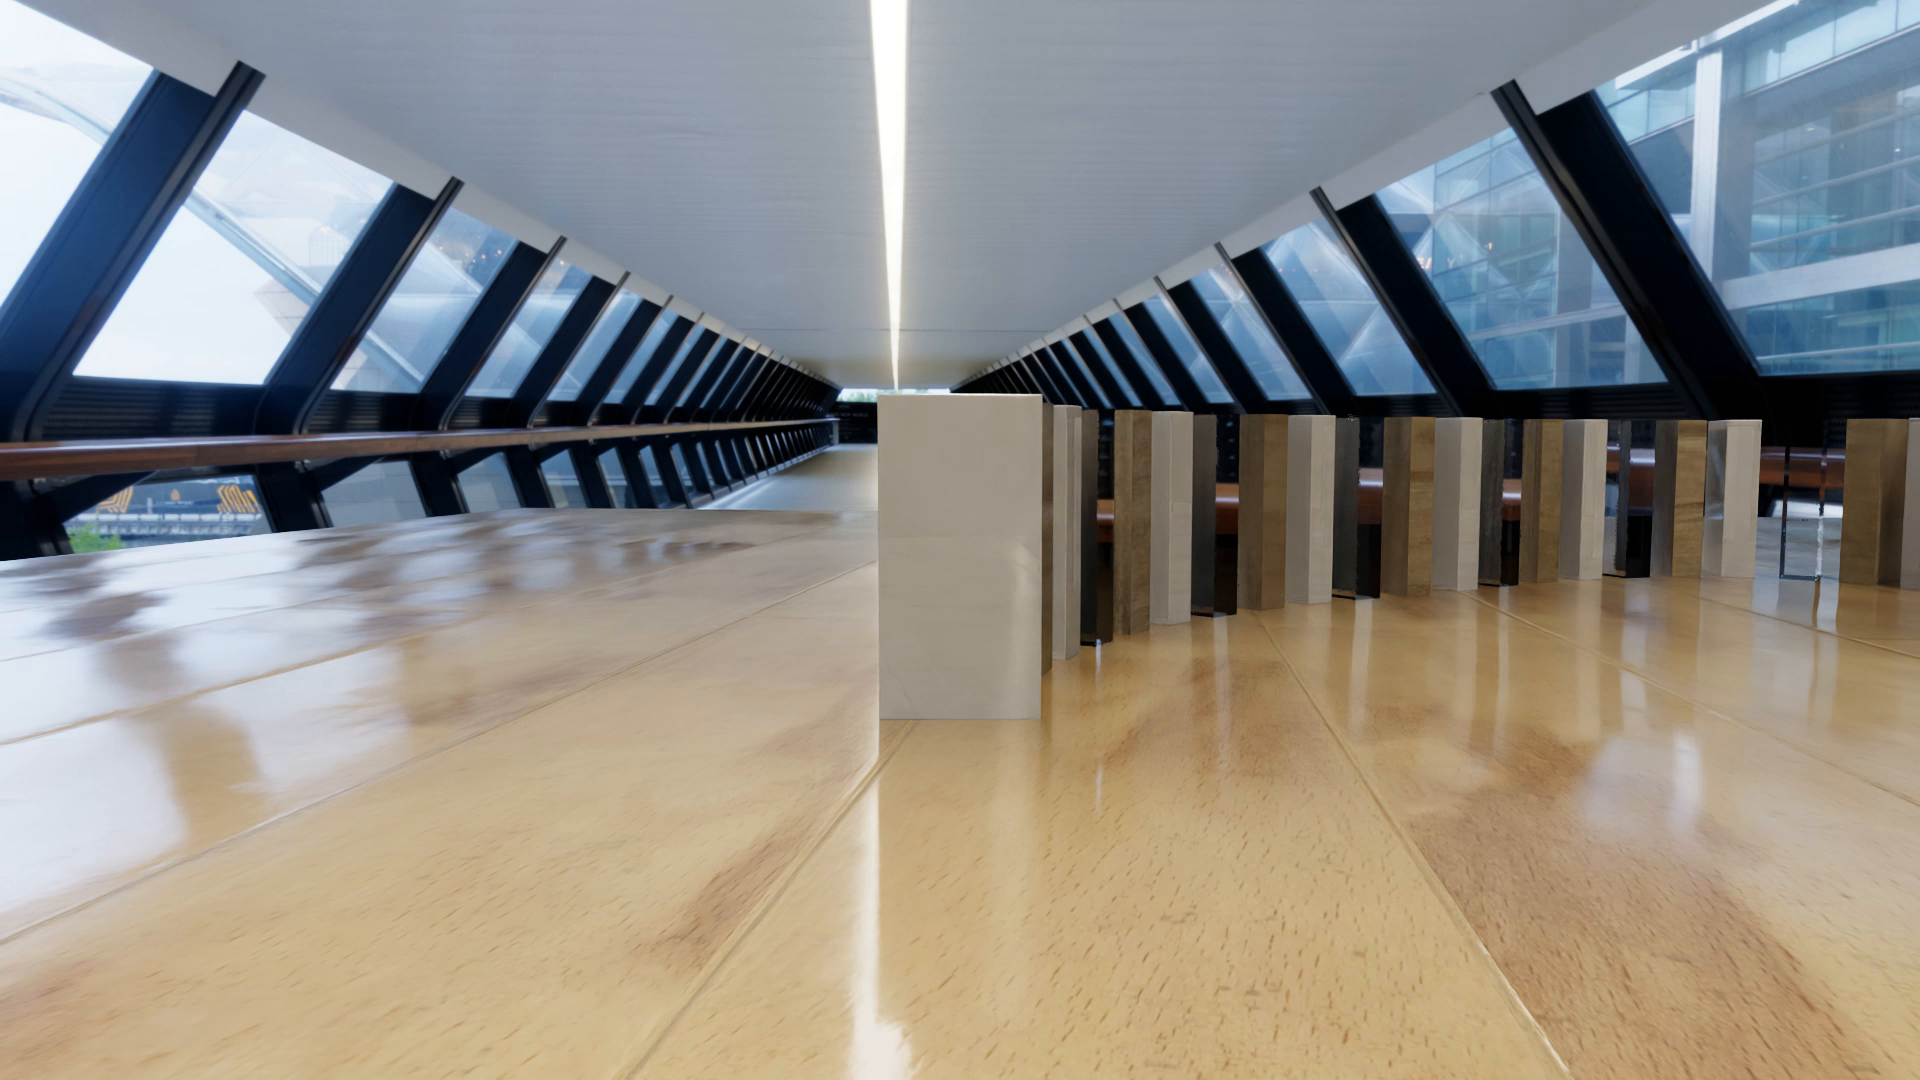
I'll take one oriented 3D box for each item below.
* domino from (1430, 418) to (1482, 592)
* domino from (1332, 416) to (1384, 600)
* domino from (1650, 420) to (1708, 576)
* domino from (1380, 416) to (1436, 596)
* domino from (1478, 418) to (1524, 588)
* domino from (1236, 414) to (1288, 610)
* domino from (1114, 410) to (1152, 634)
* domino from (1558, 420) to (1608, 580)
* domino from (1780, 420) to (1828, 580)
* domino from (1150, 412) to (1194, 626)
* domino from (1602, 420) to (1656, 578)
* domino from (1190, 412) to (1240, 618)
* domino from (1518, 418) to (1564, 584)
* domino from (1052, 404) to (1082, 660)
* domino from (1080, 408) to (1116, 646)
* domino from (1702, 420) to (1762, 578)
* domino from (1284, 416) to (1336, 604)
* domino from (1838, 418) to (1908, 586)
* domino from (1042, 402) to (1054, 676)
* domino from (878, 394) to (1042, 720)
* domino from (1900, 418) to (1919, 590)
[{"bbox_3d":[0.141,-0.011,0.381,0.010,0.050,0.025,-3,5,-33],"label":"domino"},{"bbox_3d":[0.106,-0.010,0.361,0.010,0.050,0.025,-2,5,-30],"label":"domino"},{"bbox_3d":[0.232,-0.014,0.422,0.009,0.050,0.025,0,4,-4],"label":"domino"},{"bbox_3d":[0.123,-0.010,0.371,0.010,0.050,0.025,-2,5,-29],"label":"domino"},{"bbox_3d":[0.157,-0.012,0.393,0.010,0.050,0.025,-3,5,-34],"label":"domino"},{"bbox_3d":[0.073,-0.008,0.338,0.010,0.050,0.025,-3,5,-39],"label":"domino"},{"bbox_3d":[0.030,-0.005,0.295,0.025,0.050,0.010,3,5,34],"label":"domino"},{"bbox_3d":[0.193,-0.013,0.411,0.009,0.050,0.025,-2,5,-21],"label":"domino"},{"bbox_3d":[0.270,-0.013,0.410,0.010,0.050,0.025,3,5,37],"label":"domino"},{"bbox_3d":[0.043,-0.006,0.311,0.025,0.050,0.010,4,6,42],"label":"domino"},{"bbox_3d":[0.212,-0.014,0.418,0.010,0.050,0.025,-1,4,-16],"label":"domino"},{"bbox_3d":[0.057,-0.007,0.325,0.010,0.050,0.025,-4,6,-42],"label":"domino"},{"bbox_3d":[0.175,-0.013,0.403,0.010,0.050,0.025,-2,5,-29],"label":"domino"},{"bbox_3d":[0.011,-0.002,0.260,0.025,0.050,0.009,2,5,23],"label":"domino"},{"bbox_3d":[0.020,-0.003,0.278,0.025,0.050,0.010,2,5,28],"label":"domino"},{"bbox_3d":[0.252,-0.014,0.419,0.010,0.050,0.025,1,5,18],"label":"domino"},{"bbox_3d":[0.089,-0.009,0.350,0.009,0.050,0.025,-3,5,-36],"label":"domino"},{"bbox_3d":[0.283,-0.012,0.395,0.025,0.050,0.009,-3,5,-32],"label":"domino"},{"bbox_3d":[0.004,-0.001,0.241,0.025,0.050,0.010,1,4,17],"label":"domino"},{"bbox_3d":[0.000,0.002,0.201,0.025,0.050,0.010,0,4,0],"label":"domino"},{"bbox_3d":[0.291,-0.011,0.377,0.025,0.050,0.010,-1,4,-16],"label":"domino"}]
